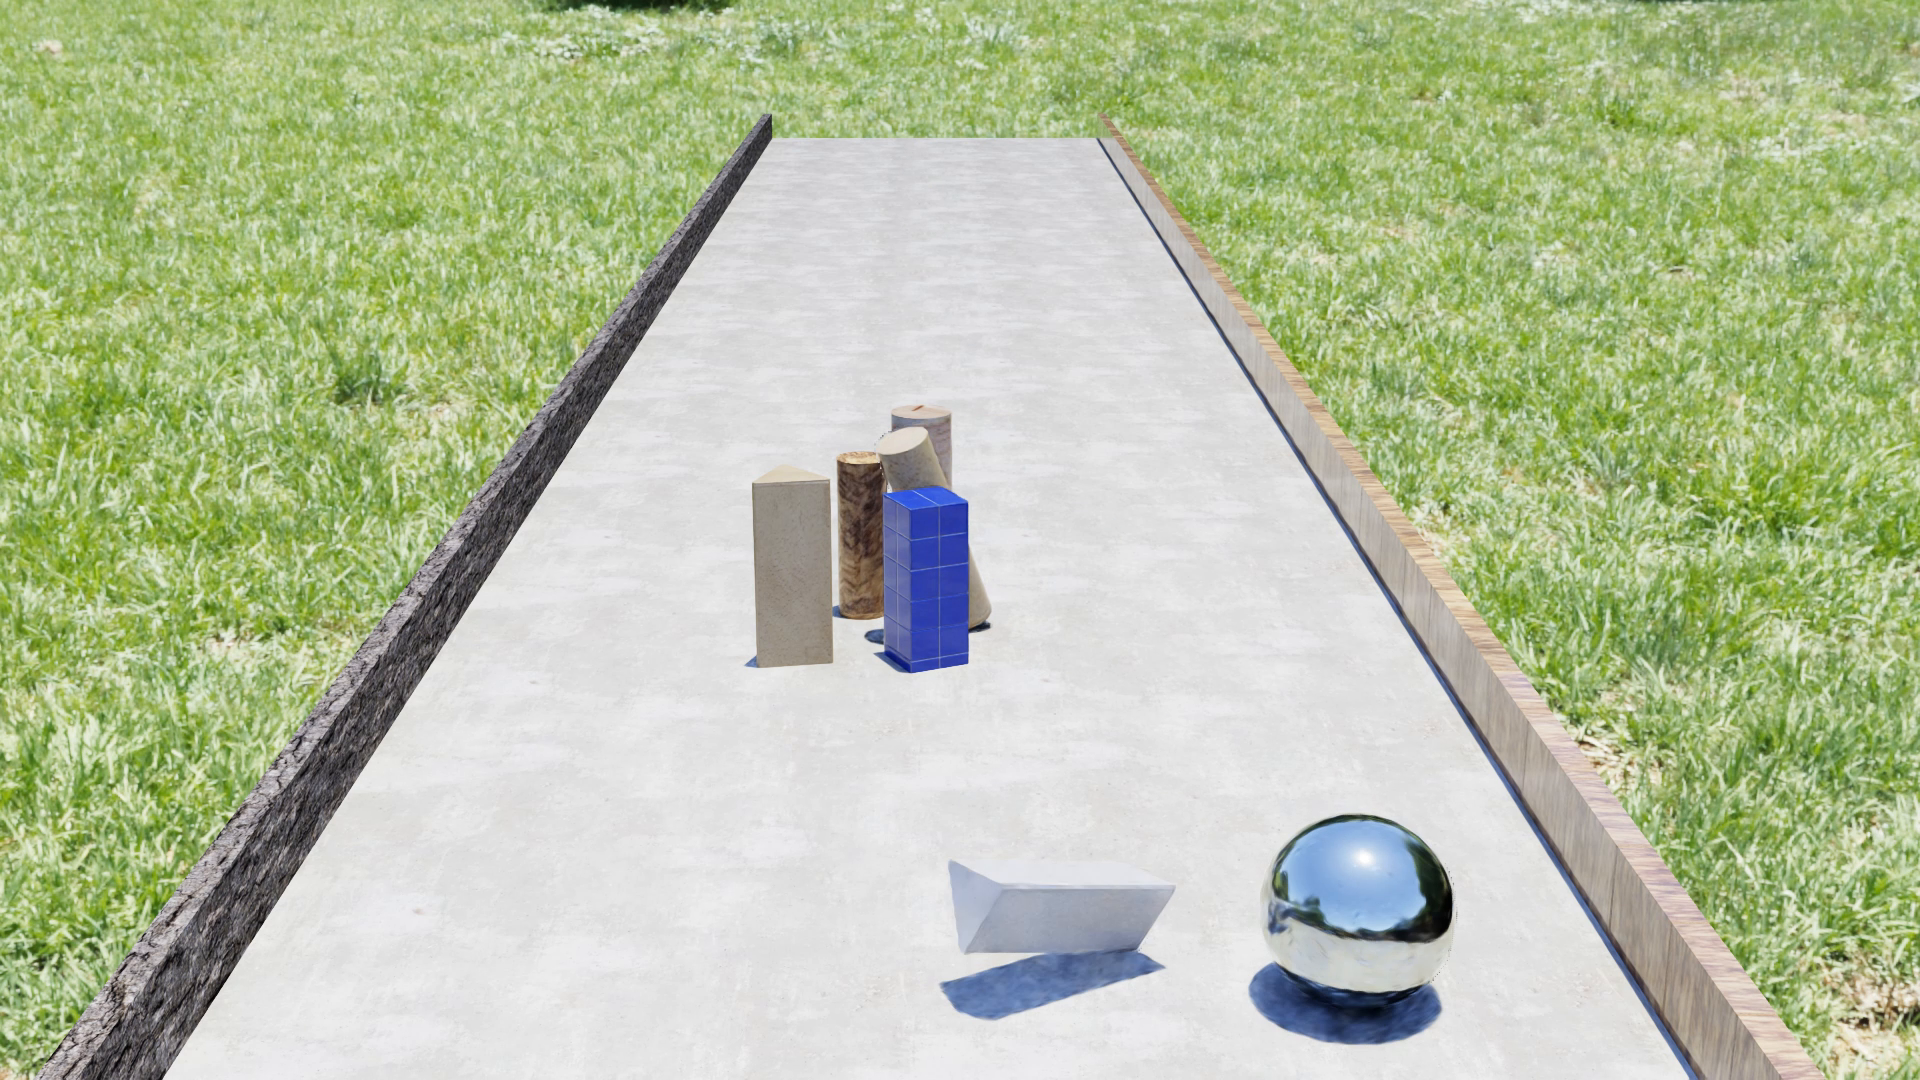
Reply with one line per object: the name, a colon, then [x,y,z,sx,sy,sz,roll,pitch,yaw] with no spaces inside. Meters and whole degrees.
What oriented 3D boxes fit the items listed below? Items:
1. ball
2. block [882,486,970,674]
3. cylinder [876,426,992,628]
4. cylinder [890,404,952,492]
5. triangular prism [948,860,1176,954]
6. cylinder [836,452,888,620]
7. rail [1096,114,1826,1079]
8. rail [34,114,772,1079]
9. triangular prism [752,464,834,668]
ball: [0.547,0.511,3.036,0.269,0.269,0.269,0,17,0]
block: [-0.068,0.078,4.373,0.128,0.337,0.128,-8,18,-25]
cylinder: [-0.050,-0.021,4.524,0.109,0.431,0.109,-16,27,9]
cylinder: [-0.085,-0.100,4.896,0.135,0.381,0.135,0,17,0]
triangular prism: [0.150,0.499,3.076,0.306,0.130,0.113,6,-25,-35]
cylinder: [-0.206,-0.009,4.658,0.107,0.342,0.107,0,17,0]
rail: [0.932,-0.844,7.801,0.050,0.150,12.000,0,17,-1]
rail: [-1.118,-0.838,7.780,0.050,0.150,12.000,0,17,-1]
triangular prism: [-0.341,0.049,4.394,0.151,0.381,0.131,-3,17,-11]
